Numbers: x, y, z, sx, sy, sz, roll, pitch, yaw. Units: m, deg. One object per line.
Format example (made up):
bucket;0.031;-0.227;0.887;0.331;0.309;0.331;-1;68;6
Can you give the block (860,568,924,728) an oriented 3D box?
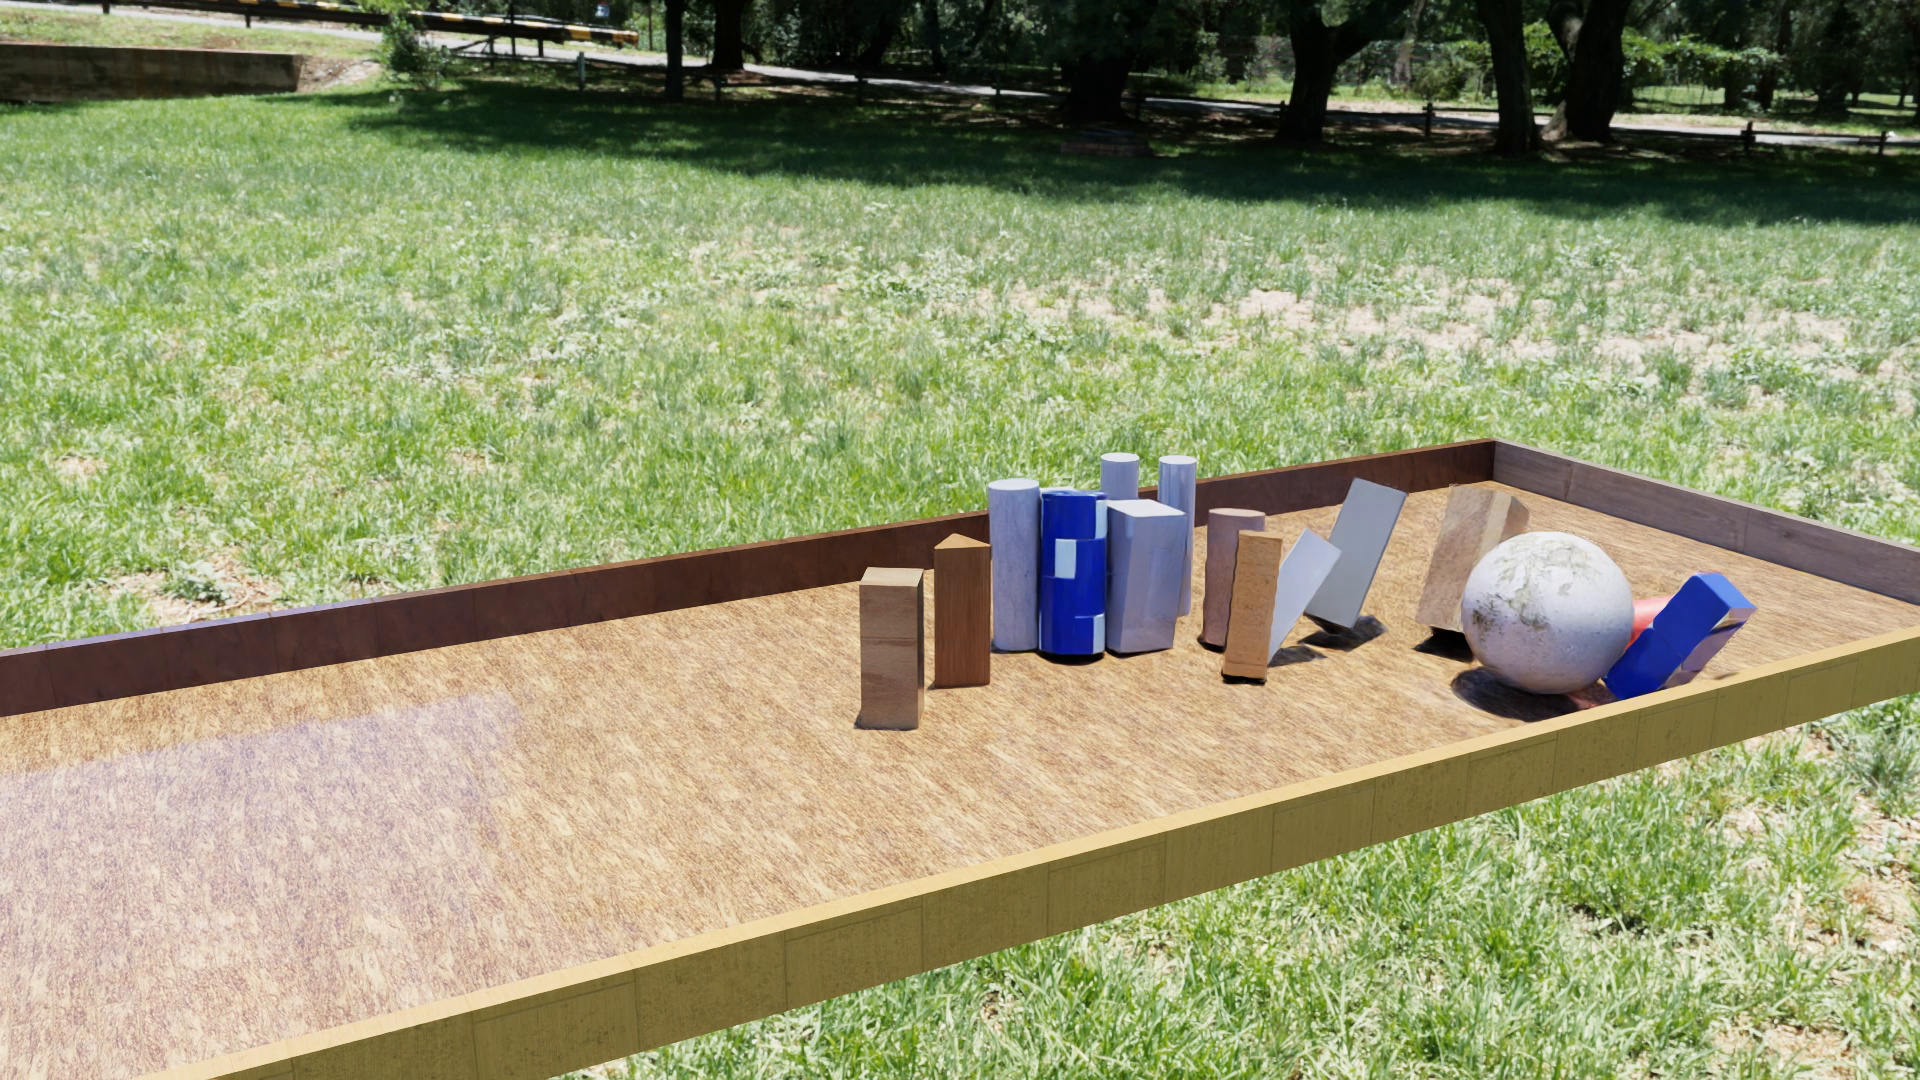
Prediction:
block;-0.158;0.253;3.874;0.133;0.350;0.133;1;16;5

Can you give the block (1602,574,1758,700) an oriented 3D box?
block;1.676;0.245;3.853;0.117;0.346;0.117;2;40;-37

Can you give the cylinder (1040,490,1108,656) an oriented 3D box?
cylinder;0.296;0.082;4.305;0.172;0.410;0.172;0;7;0

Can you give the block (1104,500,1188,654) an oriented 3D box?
block;0.463;0.093;4.364;0.173;0.366;0.173;-3;16;-30

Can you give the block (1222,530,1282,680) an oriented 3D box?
block;0.734;0.161;4.146;0.104;0.355;0.104;6;8;7

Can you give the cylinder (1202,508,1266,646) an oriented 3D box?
cylinder;0.725;0.098;4.374;0.148;0.346;0.148;2;8;0

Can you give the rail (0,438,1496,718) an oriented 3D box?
rail;-3.305;0.497;3.399;12.000;0.150;0.050;-9;18;-27

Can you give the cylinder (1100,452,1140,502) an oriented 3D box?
cylinder;0.462;-0.049;4.815;0.111;0.397;0.111;0;16;0

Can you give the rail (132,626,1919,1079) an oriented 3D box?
rail;-2.336;1.006;1.665;12.000;0.150;0.050;-9;18;-27

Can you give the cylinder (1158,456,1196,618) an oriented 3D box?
cylinder;0.600;-0.010;4.606;0.104;0.441;0.104;0;16;0

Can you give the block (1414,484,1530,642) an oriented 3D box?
block;1.361;0.070;4.379;0.163;0.383;0.163;13;-8;37

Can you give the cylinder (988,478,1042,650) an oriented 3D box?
cylinder;0.149;0.065;4.352;0.137;0.434;0.137;-2;14;1

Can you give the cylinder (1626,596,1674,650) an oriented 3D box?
cylinder;1.731;0.221;4.260;0.381;0.122;0.122;-9;15;10

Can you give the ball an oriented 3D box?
ball;1.430;0.177;4.021;0.399;0.399;0.399;0;16;0

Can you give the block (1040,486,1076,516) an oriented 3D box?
block;0.268;0.036;4.614;0.120;0.348;0.120;-4;17;-12

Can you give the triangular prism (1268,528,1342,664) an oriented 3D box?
triangular prism;0.836;0.149;4.284;0.114;0.358;0.098;34;-1;0

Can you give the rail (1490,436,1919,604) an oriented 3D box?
rail;2.466;-0.048;5.253;0.050;0.150;2.100;-9;18;-27

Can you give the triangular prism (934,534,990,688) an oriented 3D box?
triangular prism;-0.004;0.174;4.123;0.139;0.361;0.120;-3;17;-9

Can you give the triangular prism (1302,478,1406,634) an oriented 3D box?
triangular prism;1.071;0.054;4.466;0.148;0.405;0.128;19;-13;25
